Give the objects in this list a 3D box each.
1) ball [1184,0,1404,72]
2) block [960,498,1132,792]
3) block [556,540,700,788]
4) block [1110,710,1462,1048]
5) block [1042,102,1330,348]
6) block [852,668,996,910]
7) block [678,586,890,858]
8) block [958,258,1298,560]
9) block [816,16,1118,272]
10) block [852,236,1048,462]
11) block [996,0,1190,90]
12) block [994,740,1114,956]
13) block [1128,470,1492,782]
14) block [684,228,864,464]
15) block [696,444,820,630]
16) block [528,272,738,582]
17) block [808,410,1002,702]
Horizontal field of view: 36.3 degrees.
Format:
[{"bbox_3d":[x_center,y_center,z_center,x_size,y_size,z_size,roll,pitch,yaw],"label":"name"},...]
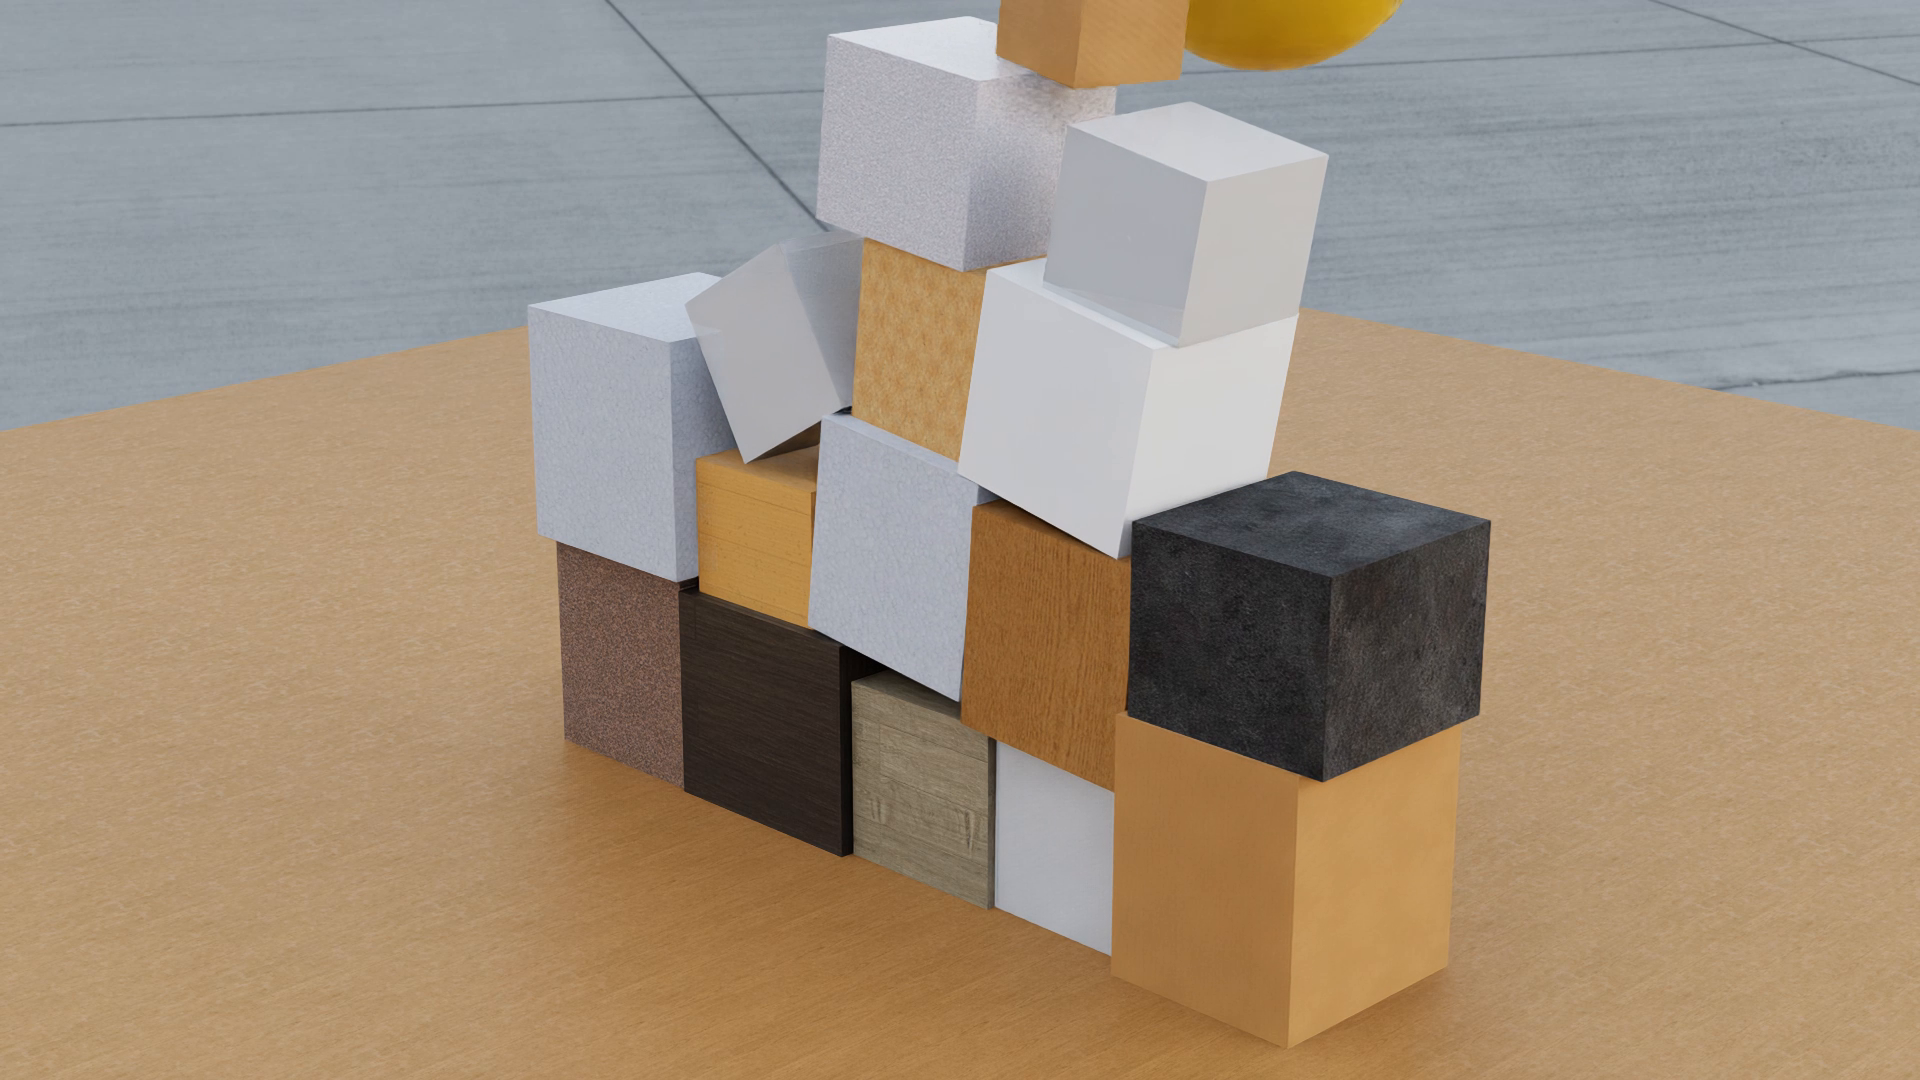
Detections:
[{"bbox_3d":[1.467,-3.033,13.926,1.600,1.600,1.600,0,17,0],"label":"ball"},{"bbox_3d":[0.709,0.357,12.737,0.937,1.013,0.991,22,27,41],"label":"block"},{"bbox_3d":[-1.350,0.495,14.917,0.966,1.111,0.968,-17,24,-42],"label":"block"},{"bbox_3d":[1.366,1.271,12.324,0.961,1.182,1.084,17,24,42],"label":"block"},{"bbox_3d":[0.918,-1.302,11.997,0.737,0.702,0.787,28,31,36],"label":"block"},{"bbox_3d":[0.112,1.060,13.543,0.848,0.857,0.877,-17,24,-42],"label":"block"},{"bbox_3d":[-0.587,0.752,14.221,1.033,1.038,1.138,-17,24,-42],"label":"block"},{"bbox_3d":[0.701,-0.617,12.408,0.909,0.933,0.947,-17,35,-42],"label":"block"},{"bbox_3d":[0.027,-1.757,12.872,0.918,0.825,0.880,24,29,39],"label":"block"},{"bbox_3d":[0.104,-0.906,13.029,0.785,0.851,0.798,-17,30,-42],"label":"block"},{"bbox_3d":[0.571,-2.287,12.439,0.572,0.574,0.559,-11,29,-34],"label":"block"},{"bbox_3d":[0.738,1.258,12.990,0.831,0.802,0.808,-17,25,-42],"label":"block"},{"bbox_3d":[1.420,0.323,11.968,1.014,0.841,1.041,17,24,42],"label":"block"},{"bbox_3d":[-0.611,-0.940,13.731,0.848,0.810,0.788,-17,-6,-42],"label":"block"},{"bbox_3d":[-0.672,-0.074,14.012,0.810,0.663,0.836,17,24,42],"label":"block"},{"bbox_3d":[-1.352,-0.590,14.555,1.089,1.176,1.091,-17,24,-42],"label":"block"},{"bbox_3d":[0.027,-0.023,13.343,0.964,1.029,0.990,-17,31,-42],"label":"block"}]
